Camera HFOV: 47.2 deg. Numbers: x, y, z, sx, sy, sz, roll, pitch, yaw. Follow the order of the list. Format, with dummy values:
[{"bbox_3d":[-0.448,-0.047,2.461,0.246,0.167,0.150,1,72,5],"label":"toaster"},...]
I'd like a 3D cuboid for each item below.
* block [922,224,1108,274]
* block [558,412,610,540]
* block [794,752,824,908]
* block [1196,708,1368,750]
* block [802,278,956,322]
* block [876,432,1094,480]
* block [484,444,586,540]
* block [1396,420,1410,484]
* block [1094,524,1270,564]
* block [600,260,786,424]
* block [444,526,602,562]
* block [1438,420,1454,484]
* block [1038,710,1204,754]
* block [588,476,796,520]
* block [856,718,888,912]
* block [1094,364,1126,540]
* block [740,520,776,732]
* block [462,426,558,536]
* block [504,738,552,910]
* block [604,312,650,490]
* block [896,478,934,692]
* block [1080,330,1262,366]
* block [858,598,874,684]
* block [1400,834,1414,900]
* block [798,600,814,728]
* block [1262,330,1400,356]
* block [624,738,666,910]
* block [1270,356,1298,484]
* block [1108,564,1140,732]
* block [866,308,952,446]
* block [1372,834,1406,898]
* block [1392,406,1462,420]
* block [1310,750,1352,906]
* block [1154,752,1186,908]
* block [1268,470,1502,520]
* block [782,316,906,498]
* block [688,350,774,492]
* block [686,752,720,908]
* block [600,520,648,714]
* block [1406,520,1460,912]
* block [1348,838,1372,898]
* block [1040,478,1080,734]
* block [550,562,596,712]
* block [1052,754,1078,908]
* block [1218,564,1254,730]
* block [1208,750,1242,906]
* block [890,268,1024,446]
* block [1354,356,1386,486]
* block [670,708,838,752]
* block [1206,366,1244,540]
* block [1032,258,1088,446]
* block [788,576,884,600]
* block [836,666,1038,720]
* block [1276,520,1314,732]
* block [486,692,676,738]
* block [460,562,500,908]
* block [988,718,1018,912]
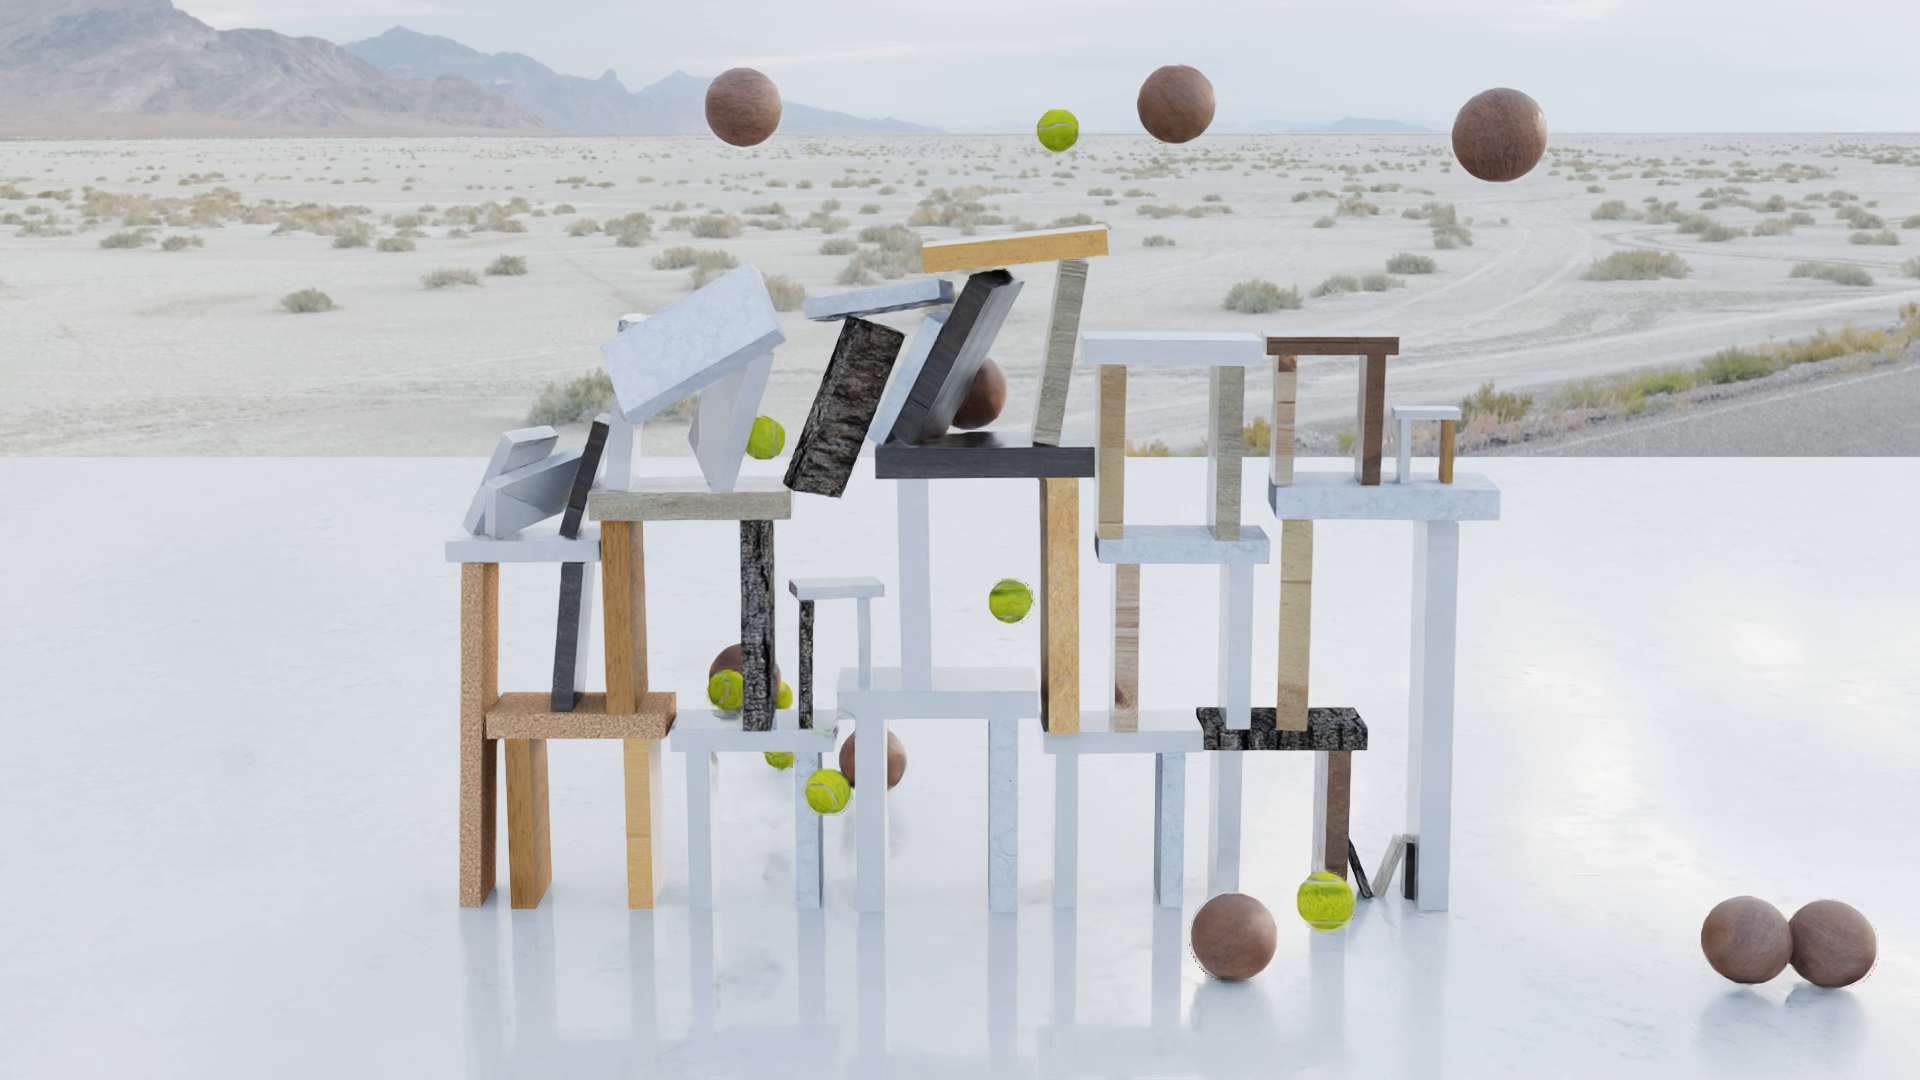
[{"bbox_3d":[0.087,-0.461,3.473,0.287,0.041,0.144,-5,11,3],"label":"block"},{"bbox_3d":[-0.597,-0.103,3.531,0.027,0.194,0.097,18,9,-5],"label":"block"},{"bbox_3d":[-0.249,0.461,3.637,0.037,0.265,0.132,0,11,0],"label":"block"},{"bbox_3d":[0.528,0.310,3.622,0.265,0.037,0.132,0,11,0],"label":"block"},{"bbox_3d":[-0.125,-0.374,3.443,0.218,0.031,0.109,-7,1,13],"label":"block"},{"bbox_3d":[0.040,-0.137,3.529,0.344,0.049,0.172,0,11,1],"label":"block"},{"bbox_3d":[-0.679,-0.078,3.551,0.027,0.097,0.194,33,40,31],"label":"block"},{"bbox_3d":[0.709,-0.146,3.516,0.015,0.103,0.051,0,11,4],"label":"block"},{"bbox_3d":[0.357,0.007,3.560,0.272,0.039,0.136,0,11,0],"label":"block"},{"bbox_3d":[-0.404,-0.297,3.313,0.267,0.134,0.038,-28,-28,9],"label":"block"},{"bbox_3d":[-0.697,0.007,3.560,0.245,0.035,0.122,0,11,0],"label":"block"},{"bbox_3d":[0.777,-0.145,3.512,0.015,0.103,0.051,0,11,4],"label":"block"},{"bbox_3d":[0.262,0.315,3.622,0.260,0.037,0.130,0,11,-2],"label":"block"},{"bbox_3d":[-0.428,-0.068,3.539,0.319,0.045,0.159,0,11,-2],"label":"block"},{"bbox_3d":[-0.145,0.431,3.637,0.046,0.324,0.162,0,11,0],"label":"block"},{"bbox_3d":[0.240,-0.151,3.530,0.039,0.278,0.139,0,10,0],"label":"block"},{"bbox_3d":[-0.328,0.123,3.581,0.045,0.345,0.159,0,11,-2],"label":"block"},{"bbox_3d":[-0.724,-0.096,3.544,0.027,0.193,0.097,44,31,22],"label":"block"},{"bbox_3d":[-0.714,0.449,3.640,0.041,0.288,0.144,0,11,0],"label":"block"},{"bbox_3d":[-0.529,-0.222,3.507,0.038,0.267,0.134,6,10,-3],"label":"block"},{"bbox_3d":[-0.071,0.057,3.567,0.049,0.344,0.172,-1,11,0],"label":"block"},{"bbox_3d":[0.333,-0.306,3.500,0.278,0.039,0.139,1,11,0],"label":"block"},{"bbox_3d":[-0.155,0.157,3.584,0.020,0.142,0.071,0,10,1],"label":"block"},{"bbox_3d":[0.744,0.543,3.657,0.014,0.097,0.049,1,11,4],"label":"block"},{"bbox_3d":[-0.250,0.194,3.563,0.020,0.210,0.071,0,13,-7],"label":"block"},{"bbox_3d":[0.587,-0.314,3.495,0.206,0.029,0.103,0,11,3],"label":"block"},{"bbox_3d":[-0.522,0.449,3.640,0.041,0.288,0.144,0,11,0],"label":"block"},{"bbox_3d":[0.518,-0.199,3.521,0.029,0.206,0.103,1,11,4],"label":"block"},{"bbox_3d":[0.268,0.162,3.587,0.039,0.277,0.136,0,10,0],"label":"block"},{"bbox_3d":[-0.073,-0.259,3.488,0.031,0.218,0.109,30,17,8],"label":"block"},{"bbox_3d":[0.714,0.542,3.663,0.014,0.097,0.049,20,11,-2],"label":"block"},{"bbox_3d":[0.742,-0.203,3.502,0.103,0.015,0.051,1,12,3],"label":"block"},{"bbox_3d":[0.615,0.459,3.650,0.037,0.265,0.132,0,11,0],"label":"block"},{"bbox_3d":[0.347,0.462,3.645,0.037,0.260,0.130,0,11,0],"label":"block"},{"bbox_3d":[0.678,-0.072,3.537,0.347,0.049,0.174,1,11,4],"label":"block"},{"bbox_3d":[-0.185,-0.209,3.506,0.031,0.288,0.109,31,14,38],"label":"block"},{"bbox_3d":[-0.359,-0.221,3.423,0.038,0.267,0.134,-1,41,-27],"label":"block"},{"bbox_3d":[-0.425,0.460,3.644,0.037,0.265,0.132,0,11,0],"label":"block"},{"bbox_3d":[-0.546,0.110,3.582,0.045,0.319,0.159,0,11,0],"label":"block"},{"bbox_3d":[0.773,0.270,3.610,0.049,0.649,0.174,0,11,4],"label":"block"},{"bbox_3d":[0.659,0.544,3.657,0.014,0.097,0.049,-22,10,3],"label":"block"},{"bbox_3d":[0.161,0.091,3.573,0.049,0.417,0.172,-1,11,-2],"label":"block"},{"bbox_3d":[-0.630,0.145,3.585,0.035,0.245,0.122,6,11,-1],"label":"block"},{"bbox_3d":[0.173,0.462,3.645,0.037,0.260,0.130,0,11,0],"label":"block"},{"bbox_3d":[0.449,0.159,3.589,0.039,0.272,0.136,0,11,0],"label":"block"},{"bbox_3d":[0.439,0.459,3.650,0.037,0.265,0.132,0,11,0],"label":"block"},{"bbox_3d":[-0.004,-0.290,3.480,0.041,0.287,0.144,33,20,13],"label":"block"},{"bbox_3d":[0.655,-0.197,3.512,0.029,0.206,0.103,1,11,3],"label":"block"},{"bbox_3d":[-0.336,0.312,3.612,0.265,0.037,0.132,0,11,0],"label":"block"},{"bbox_3d":[0.425,-0.149,3.529,0.039,0.278,0.139,0,11,0],"label":"block"},{"bbox_3d":[0.158,-0.305,3.498,0.041,0.287,0.144,9,11,-1],"label":"block"},{"bbox_3d":[-0.200,0.078,3.559,0.142,0.020,0.071,-2,11,-16],"label":"block"},{"bbox_3d":[-0.037,0.249,3.602,0.324,0.046,0.162,0,11,0],"label":"block"},{"bbox_3d":[0.549,0.120,3.590,0.049,0.347,0.174,2,11,10],"label":"block"},{"bbox_3d":[-0.619,0.287,3.610,0.288,0.041,0.144,0,11,0],"label":"block"},{"bbox_3d":[-0.789,0.309,3.608,0.035,0.574,0.122,3,11,0],"label":"block"},{"bbox_3d":[0.071,0.431,3.637,0.046,0.324,0.162,0,11,0],"label":"block"}]
